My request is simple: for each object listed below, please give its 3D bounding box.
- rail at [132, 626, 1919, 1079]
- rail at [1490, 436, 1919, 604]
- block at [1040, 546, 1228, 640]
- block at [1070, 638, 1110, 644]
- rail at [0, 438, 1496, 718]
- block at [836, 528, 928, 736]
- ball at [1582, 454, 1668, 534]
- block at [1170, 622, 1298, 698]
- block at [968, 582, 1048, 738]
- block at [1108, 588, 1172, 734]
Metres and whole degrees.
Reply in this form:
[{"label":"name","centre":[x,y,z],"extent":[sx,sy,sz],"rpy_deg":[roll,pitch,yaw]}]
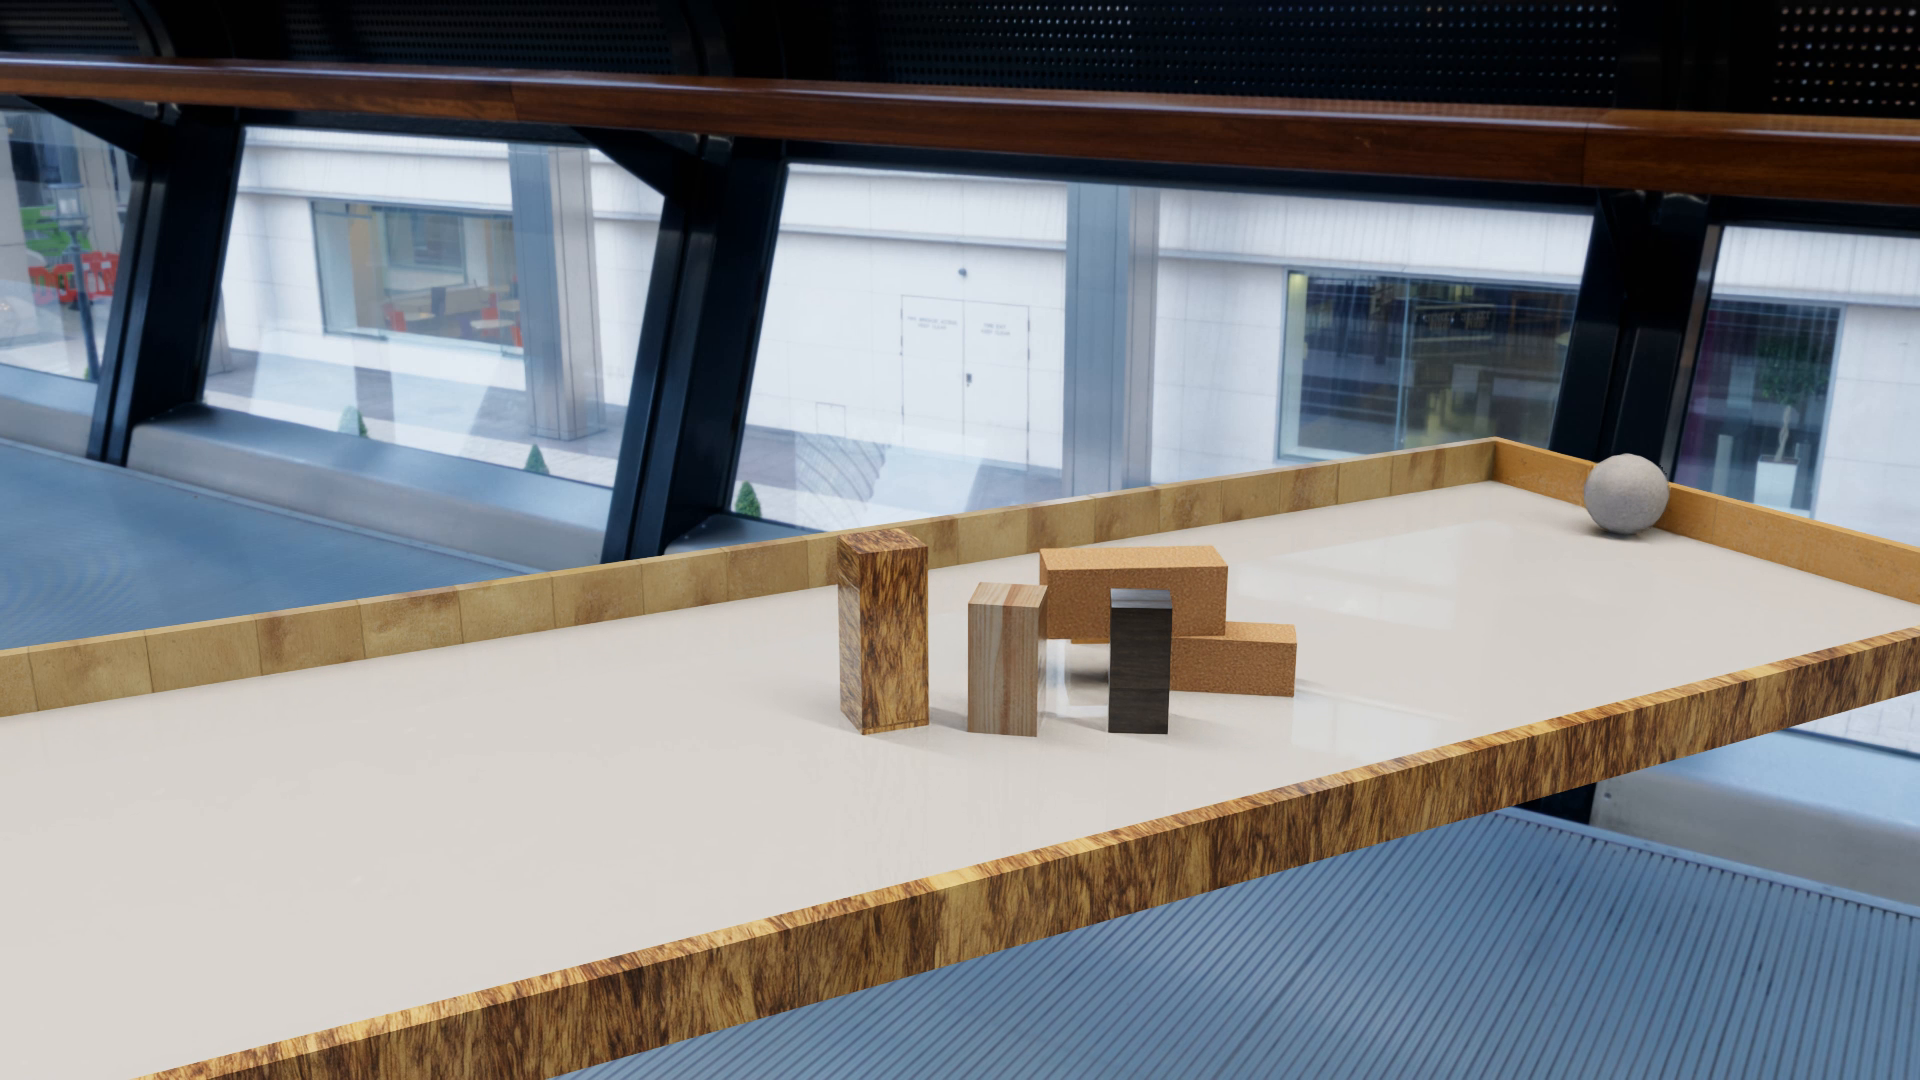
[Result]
[{"label":"rail","centre":[-2.336,1.006,1.665],"extent":[12.000,0.150,0.050],"rpy_deg":[-9,18,-27]},{"label":"rail","centre":[2.466,-0.048,5.253],"extent":[0.050,0.150,2.100],"rpy_deg":[-9,18,-27]},{"label":"block","centre":[0.426,0.128,4.103],"extent":[0.441,0.178,0.178],"rpy_deg":[-1,16,-3]},{"label":"block","centre":[0.493,0.166,4.475],"extent":[0.397,0.178,0.178],"rpy_deg":[0,16,-1]},{"label":"rail","centre":[-3.305,0.497,3.399],"extent":[12.000,0.150,0.050],"rpy_deg":[-9,18,-27]},{"label":"block","centre":[-0.180,0.212,3.857],"extent":[0.165,0.438,0.165],"rpy_deg":[-6,18,-21]},{"label":"ball","centre":[2.182,-0.152,5.408],"extent":[0.261,0.261,0.261],"rpy_deg":[0,16,0]},{"label":"block","centre":[0.635,0.291,4.117],"extent":[0.392,0.140,0.140],"rpy_deg":[2,17,8]},{"label":"block","centre":[0.112,0.277,3.852],"extent":[0.162,0.316,0.162],"rpy_deg":[3,17,10]},{"label":"block","centre":[0.418,0.282,3.848],"extent":[0.137,0.308,0.137],"rpy_deg":[1,16,4]}]
